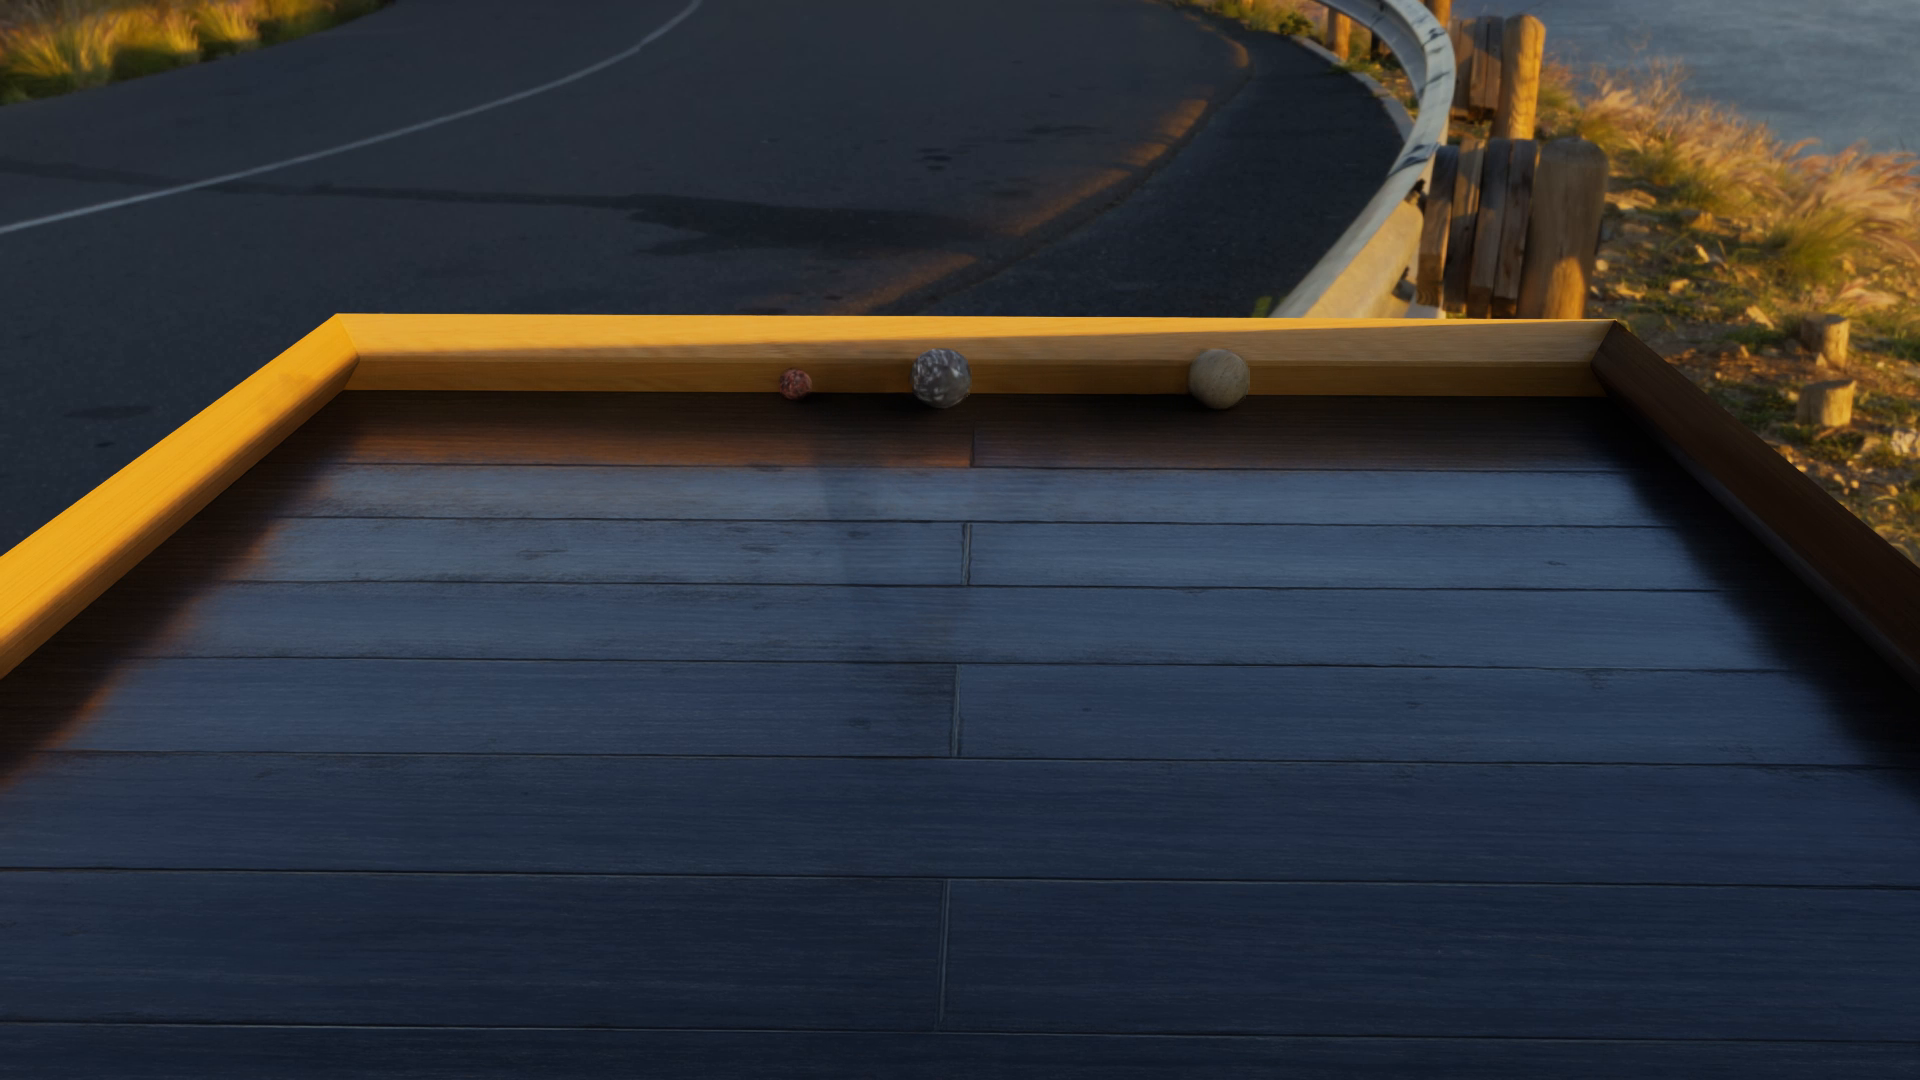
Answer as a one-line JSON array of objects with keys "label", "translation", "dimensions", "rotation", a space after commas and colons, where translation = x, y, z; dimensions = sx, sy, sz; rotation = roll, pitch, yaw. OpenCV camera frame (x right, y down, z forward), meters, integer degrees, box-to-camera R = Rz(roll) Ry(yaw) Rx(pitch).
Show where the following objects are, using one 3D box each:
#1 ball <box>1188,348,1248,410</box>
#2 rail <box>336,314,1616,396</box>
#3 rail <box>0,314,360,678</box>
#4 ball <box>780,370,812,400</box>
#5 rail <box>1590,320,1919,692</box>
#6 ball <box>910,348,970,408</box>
[{"label": "ball", "translation": [0.392, -0.244, 3.341], "dimensions": [0.093, 0.093, 0.093], "rotation": [0, 18, 0]}, {"label": "rail", "translation": [0.018, -0.282, 3.408], "dimensions": [1.988, 0.120, 0.045], "rotation": [0, 18, 1]}, {"label": "rail", "translation": [-0.989, 0.233, 1.824], "dimensions": [0.045, 0.120, 3.422], "rotation": [0, 18, 1]}, {"label": "ball", "translation": [-0.253, -0.240, 3.398], "dimensions": [0.049, 0.049, 0.049], "rotation": [0, 18, 0]}, {"label": "rail", "translation": [0.951, 0.246, 1.783], "dimensions": [0.045, 0.120, 3.422], "rotation": [0, 18, 1]}, {"label": "ball", "translation": [-0.030, -0.246, 3.347], "dimensions": [0.092, 0.092, 0.092], "rotation": [0, 18, 0]}]
